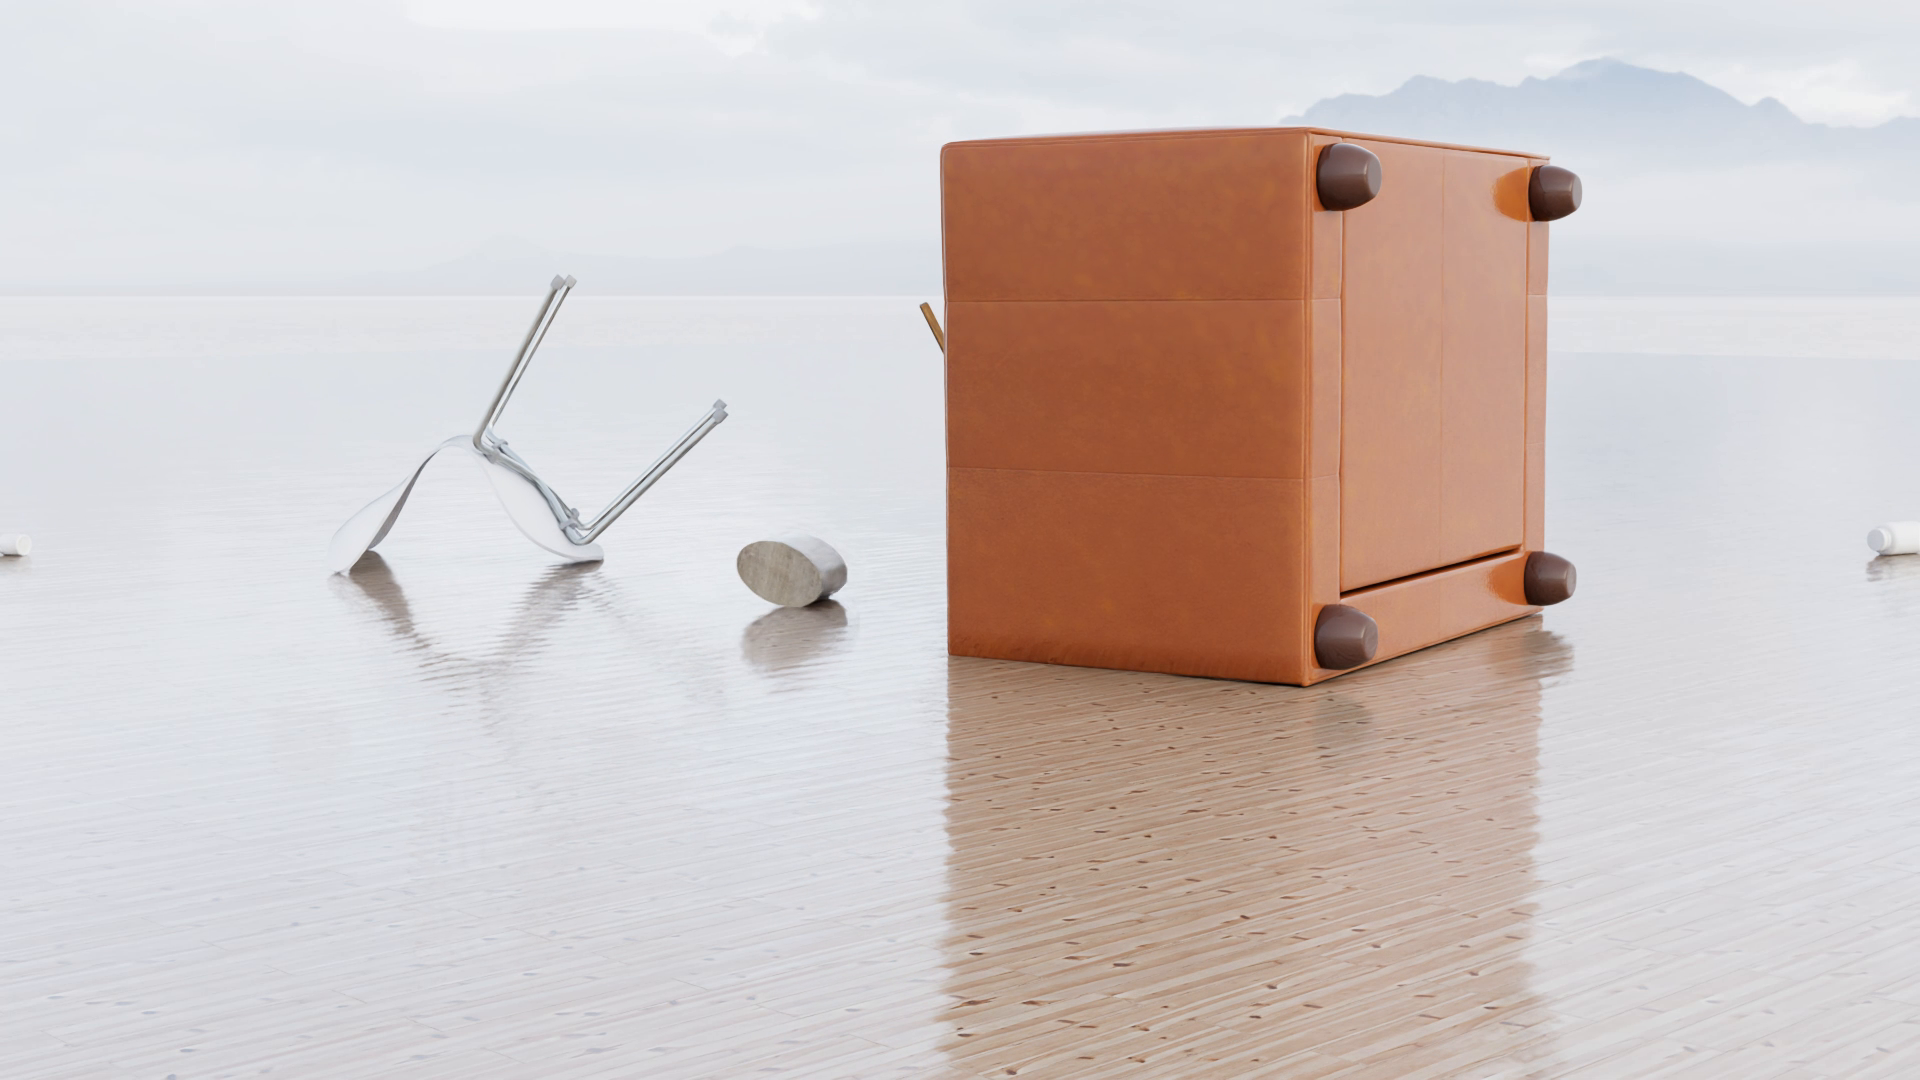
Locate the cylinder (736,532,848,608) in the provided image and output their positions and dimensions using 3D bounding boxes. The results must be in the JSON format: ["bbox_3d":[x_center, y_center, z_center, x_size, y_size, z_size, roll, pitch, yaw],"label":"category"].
[{"bbox_3d":[-0.338,0.059,5.196,0.186,0.122,0.180,23,11,11],"label":"cylinder"}]

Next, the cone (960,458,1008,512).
[{"bbox_3d":[0.067,-0.159,7.206,0.135,0.154,0.134,-5,8,-40],"label":"cone"}]
